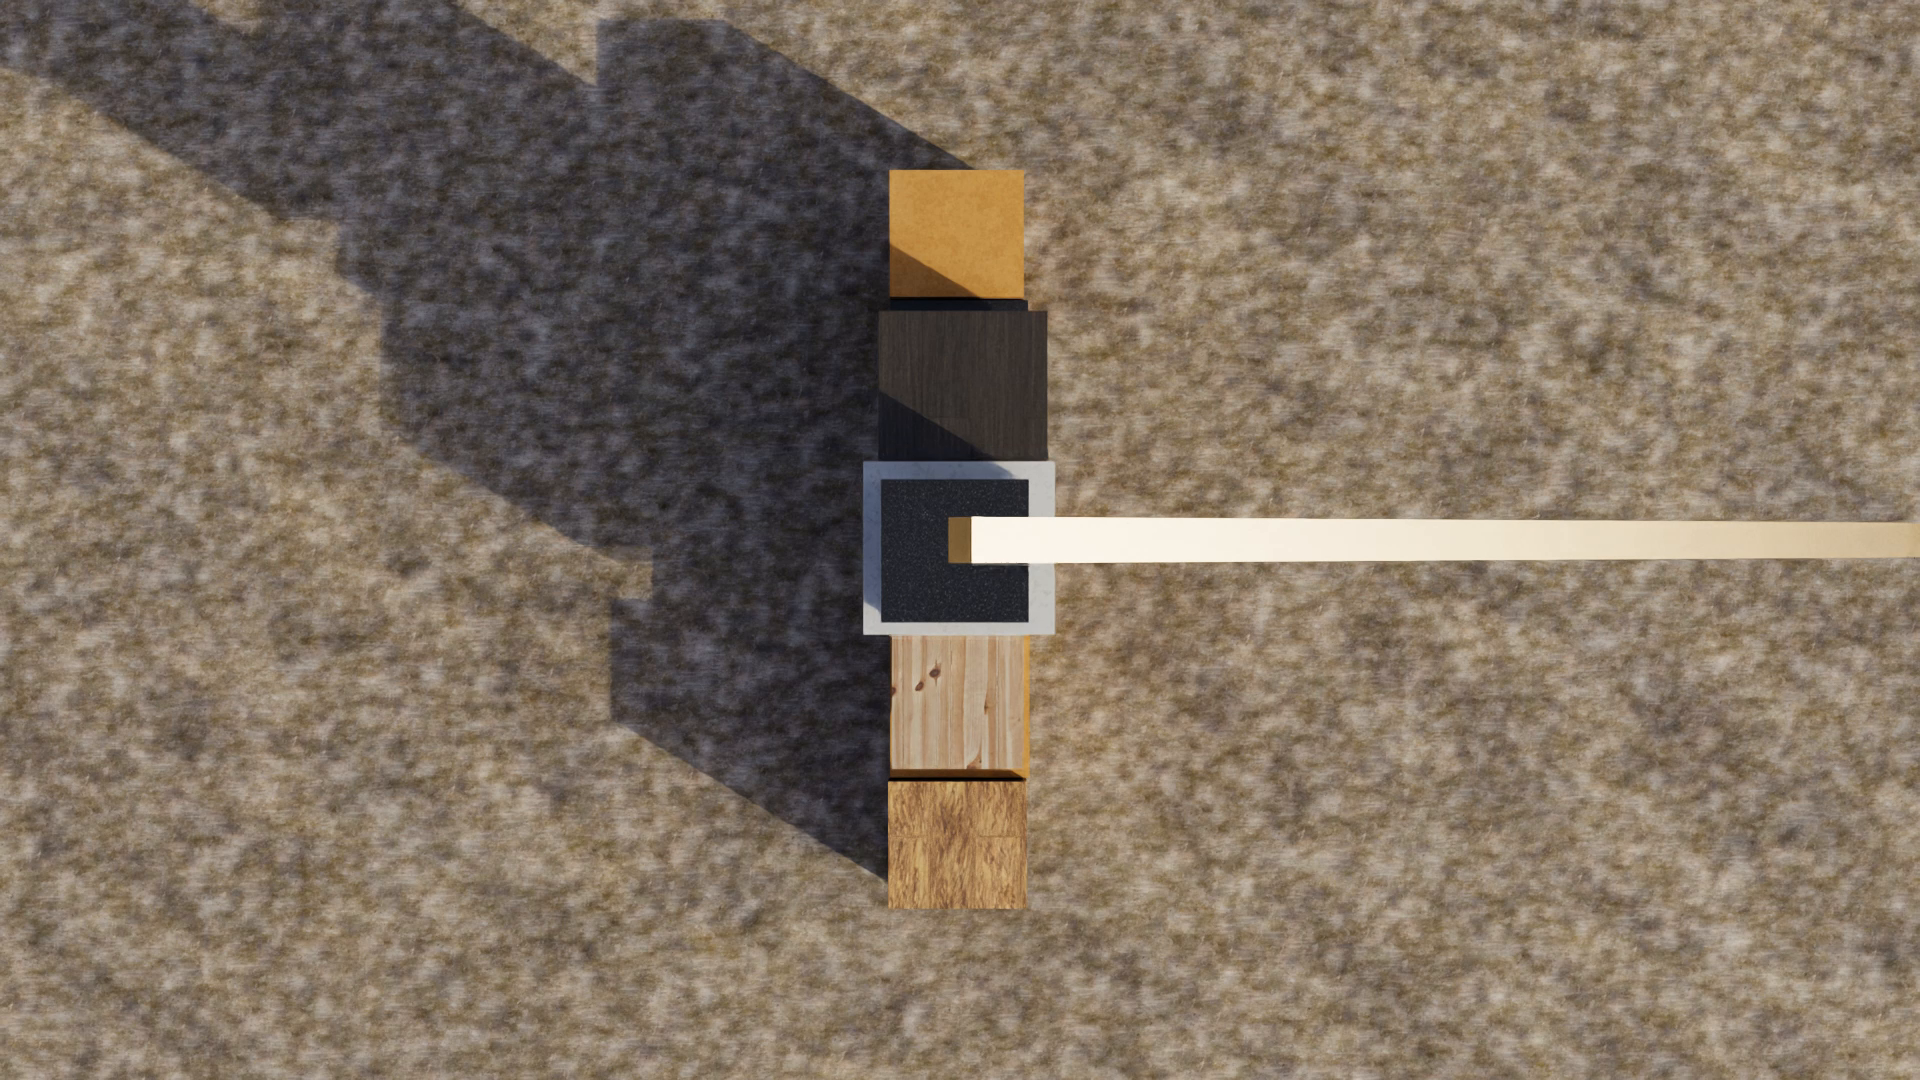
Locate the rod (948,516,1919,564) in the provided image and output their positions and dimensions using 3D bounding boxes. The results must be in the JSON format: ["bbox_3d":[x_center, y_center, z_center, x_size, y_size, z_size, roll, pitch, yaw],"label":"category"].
[{"bbox_3d":[2.234,0.000,5.159,5.200,0.080,0.080,0,90,-31],"label":"rod"}]

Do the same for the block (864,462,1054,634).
[{"bbox_3d":[-0.004,0.023,8.611,0.716,0.782,0.648,0,91,0],"label":"block"}]

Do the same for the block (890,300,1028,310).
[{"bbox_3d":[-0.004,-0.911,12.606,0.765,0.788,0.843,0,90,0],"label":"block"}]

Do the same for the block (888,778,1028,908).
[{"bbox_3d":[-0.013,1.689,12.584,0.768,0.833,0.703,0,90,0],"label":"block"}]

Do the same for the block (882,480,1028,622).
[{"bbox_3d":[-0.017,0.034,7.968,0.518,0.503,0.503,0,91,0],"label":"block"}]

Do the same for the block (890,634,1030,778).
[{"bbox_3d":[-0.002,0.884,12.644,0.778,0.713,0.887,0,90,0],"label":"block"}]

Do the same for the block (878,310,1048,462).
[{"bbox_3d":[0.015,-0.738,11.615,0.856,0.935,0.831,0,89,0],"label":"block"}]

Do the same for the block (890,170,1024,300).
[{"bbox_3d":[-0.018,-1.691,12.562,0.741,0.876,0.698,0,90,0],"label":"block"}]

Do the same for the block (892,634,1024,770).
[{"bbox_3d":[-0.012,0.807,11.819,0.689,0.607,0.724,0,97,0],"label":"block"}]
